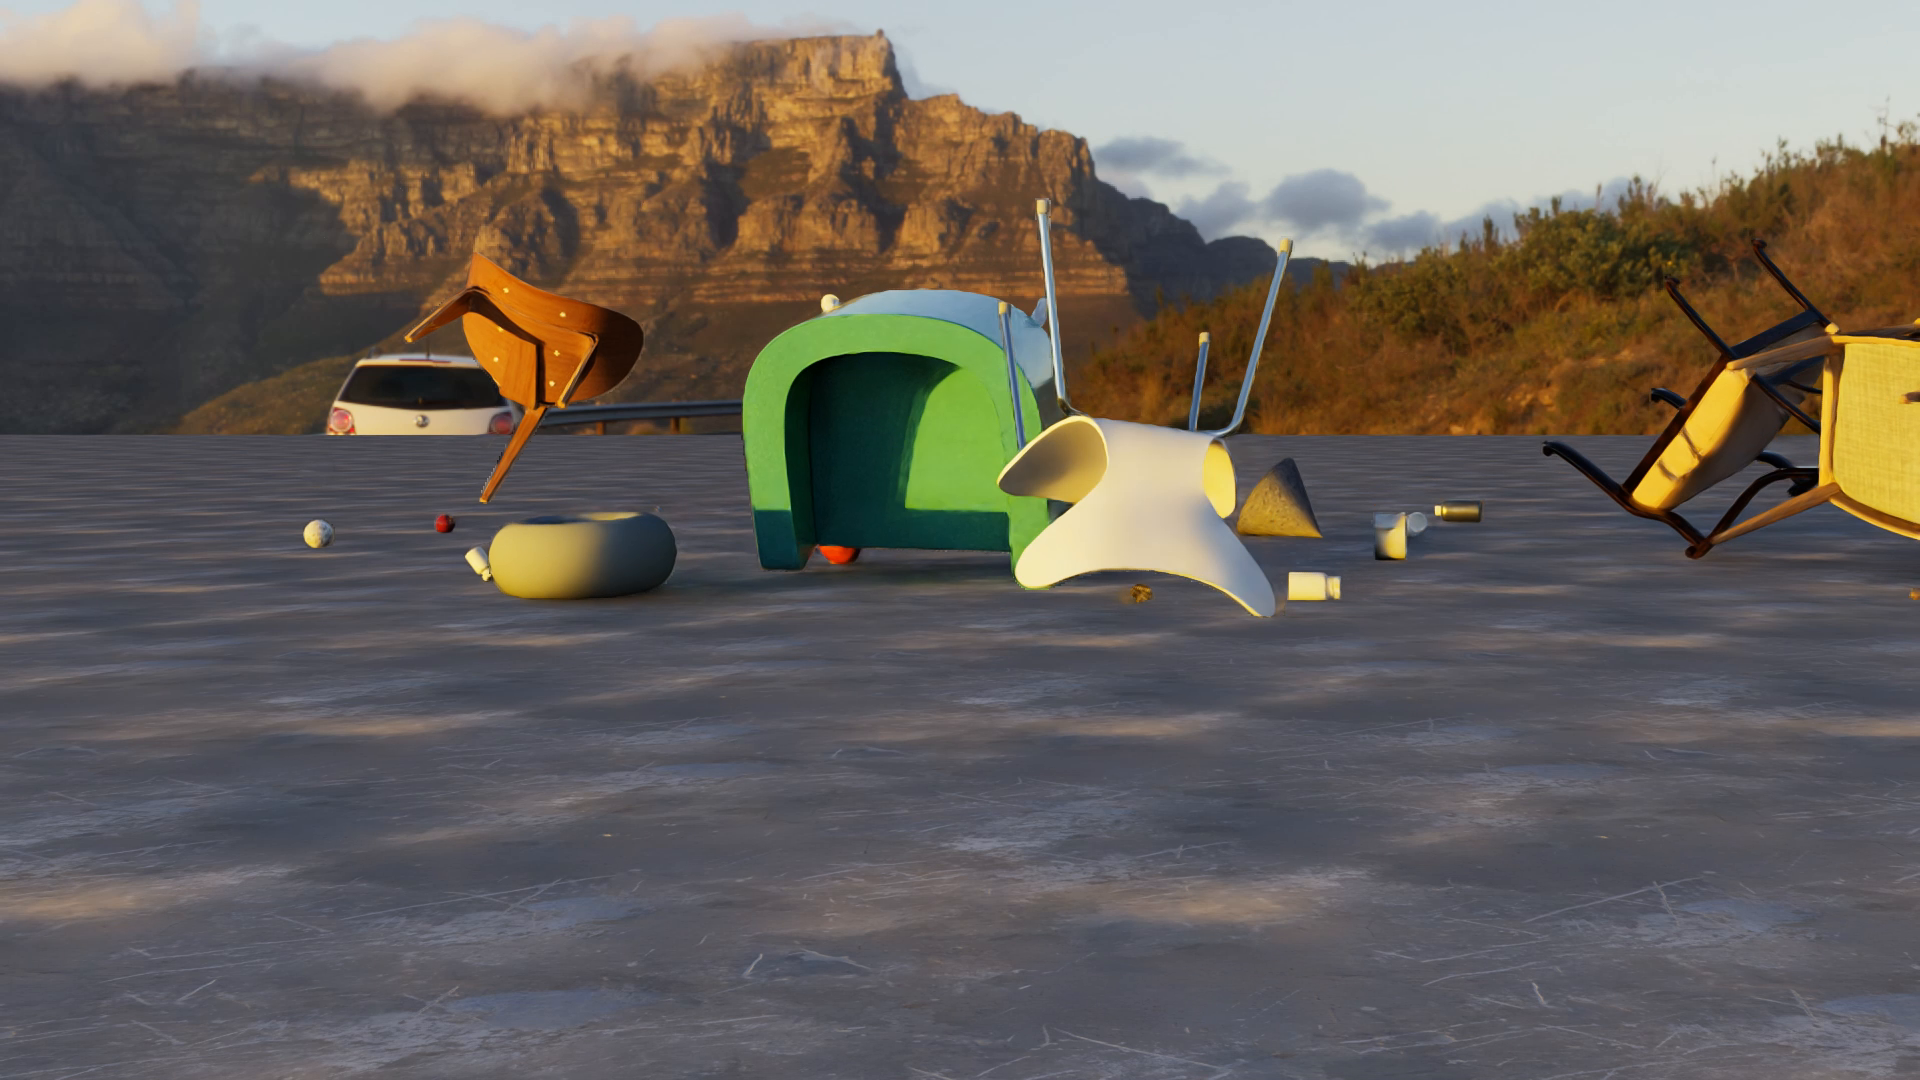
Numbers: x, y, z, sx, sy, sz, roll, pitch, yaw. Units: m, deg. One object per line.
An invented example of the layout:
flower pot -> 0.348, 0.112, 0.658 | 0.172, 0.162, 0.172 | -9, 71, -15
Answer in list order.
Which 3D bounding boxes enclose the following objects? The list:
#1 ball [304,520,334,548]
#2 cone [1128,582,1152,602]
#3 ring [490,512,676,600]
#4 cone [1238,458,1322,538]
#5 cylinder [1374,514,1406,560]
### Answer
ball -> -1.811, -0.017, 6.211 | 0.080, 0.080, 0.080 | 0, 4, 0
cone -> 0.376, 0.120, 4.662 | 0.050, 0.036, 0.065 | 28, -26, 8
ring -> -0.830, 0.032, 4.852 | 0.405, 0.165, 0.484 | -3, 5, 0
cone -> 1.017, -0.070, 6.685 | 0.219, 0.273, 0.314 | 39, -18, 22
cylinder -> 1.129, -0.009, 5.766 | 0.078, 0.133, 0.086 | -1, 33, 15
